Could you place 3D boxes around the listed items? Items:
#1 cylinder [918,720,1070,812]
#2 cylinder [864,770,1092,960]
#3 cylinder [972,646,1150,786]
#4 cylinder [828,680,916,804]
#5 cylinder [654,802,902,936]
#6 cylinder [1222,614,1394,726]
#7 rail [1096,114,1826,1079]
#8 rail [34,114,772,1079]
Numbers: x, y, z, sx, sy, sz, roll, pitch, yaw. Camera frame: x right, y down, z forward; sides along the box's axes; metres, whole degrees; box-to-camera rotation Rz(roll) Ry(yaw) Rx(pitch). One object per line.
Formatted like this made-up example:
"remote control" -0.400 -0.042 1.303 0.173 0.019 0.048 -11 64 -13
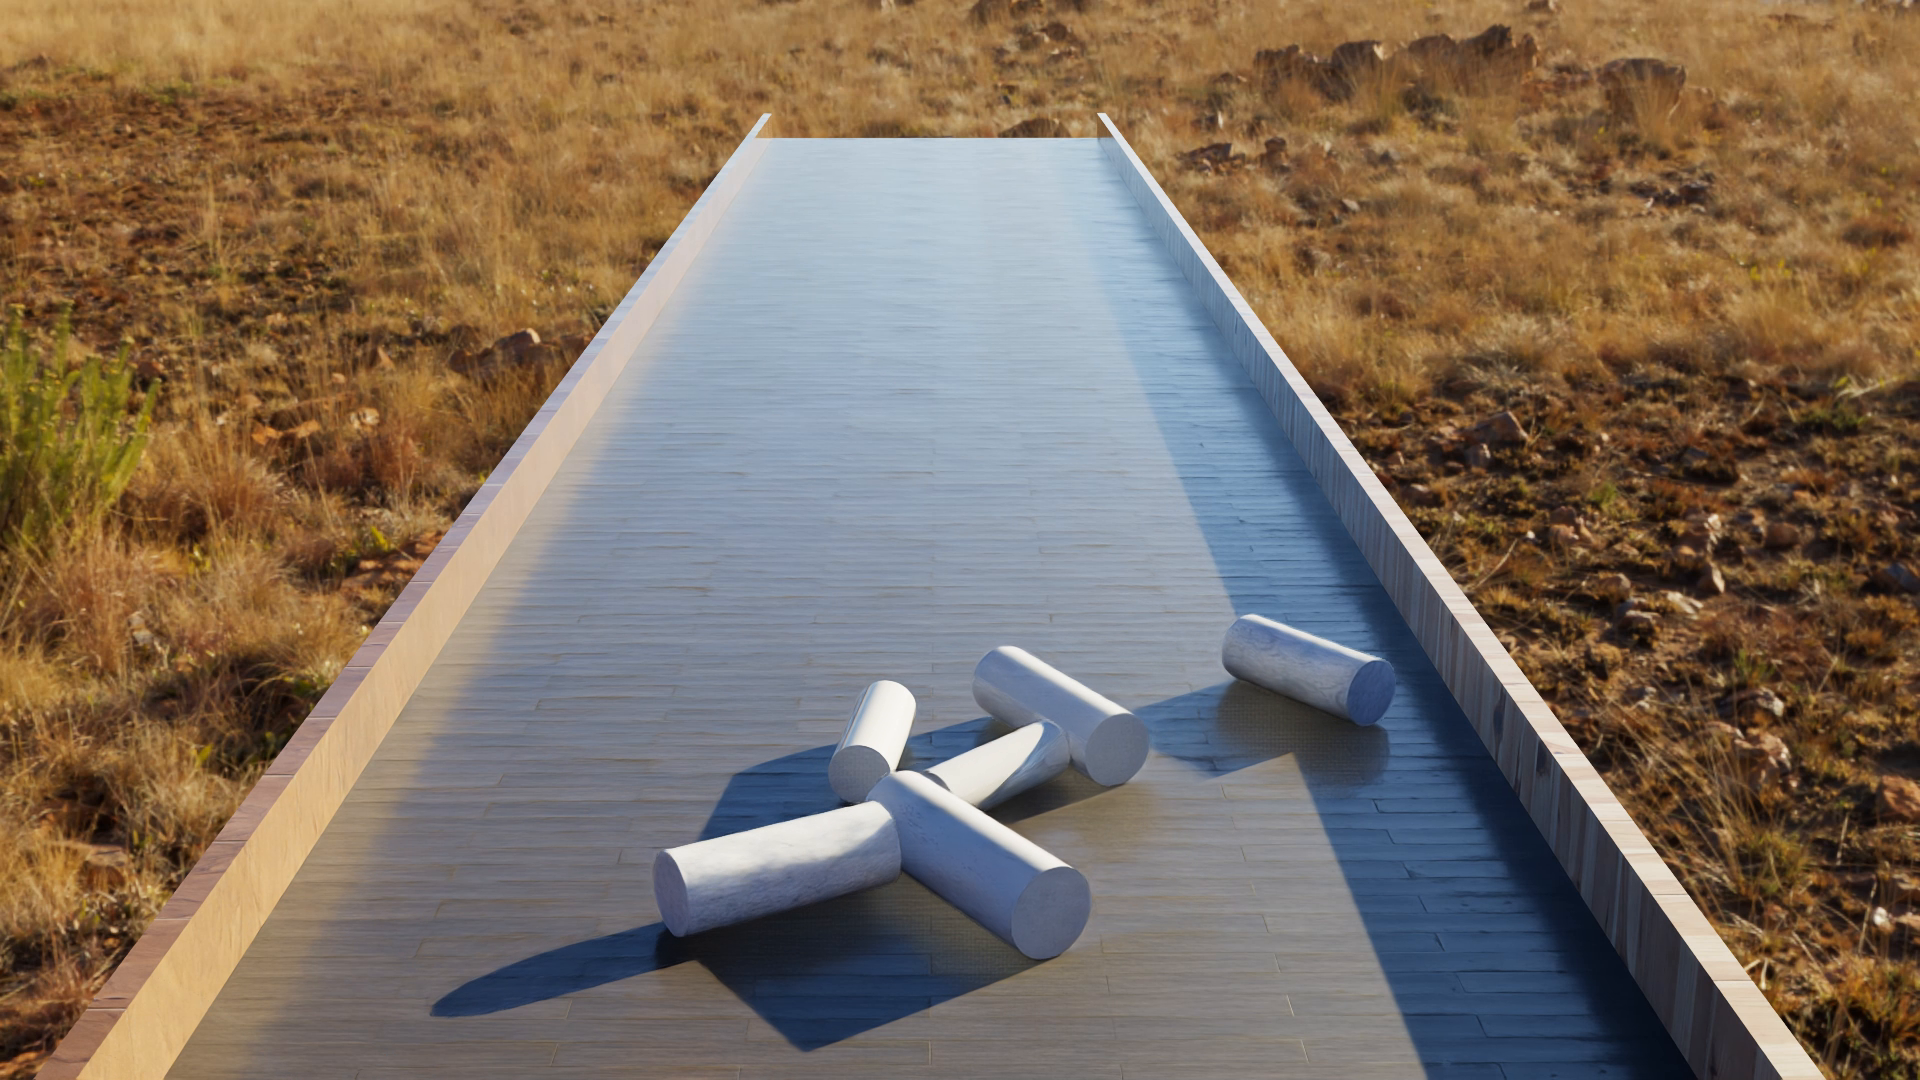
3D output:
"cylinder" 0.053 0.396 3.720 0.100 0.100 0.302 14 22 39
"cylinder" 0.017 0.487 3.340 0.143 0.143 0.425 -10 20 -31
"cylinder" 0.176 0.311 3.949 0.133 0.133 0.397 -9 19 -27
"cylinder" -0.151 0.352 3.854 0.109 0.109 0.314 2 17 6
"cylinder" -0.275 0.496 3.332 0.354 0.130 0.130 -10 19 -30
"cylinder" 0.658 0.245 4.180 0.128 0.128 0.330 -12 20 -35
"rail" 0.932 -0.844 7.801 0.050 0.150 12.000 0 17 -1
"rail" -1.118 -0.838 7.780 0.050 0.150 12.000 0 17 -1
